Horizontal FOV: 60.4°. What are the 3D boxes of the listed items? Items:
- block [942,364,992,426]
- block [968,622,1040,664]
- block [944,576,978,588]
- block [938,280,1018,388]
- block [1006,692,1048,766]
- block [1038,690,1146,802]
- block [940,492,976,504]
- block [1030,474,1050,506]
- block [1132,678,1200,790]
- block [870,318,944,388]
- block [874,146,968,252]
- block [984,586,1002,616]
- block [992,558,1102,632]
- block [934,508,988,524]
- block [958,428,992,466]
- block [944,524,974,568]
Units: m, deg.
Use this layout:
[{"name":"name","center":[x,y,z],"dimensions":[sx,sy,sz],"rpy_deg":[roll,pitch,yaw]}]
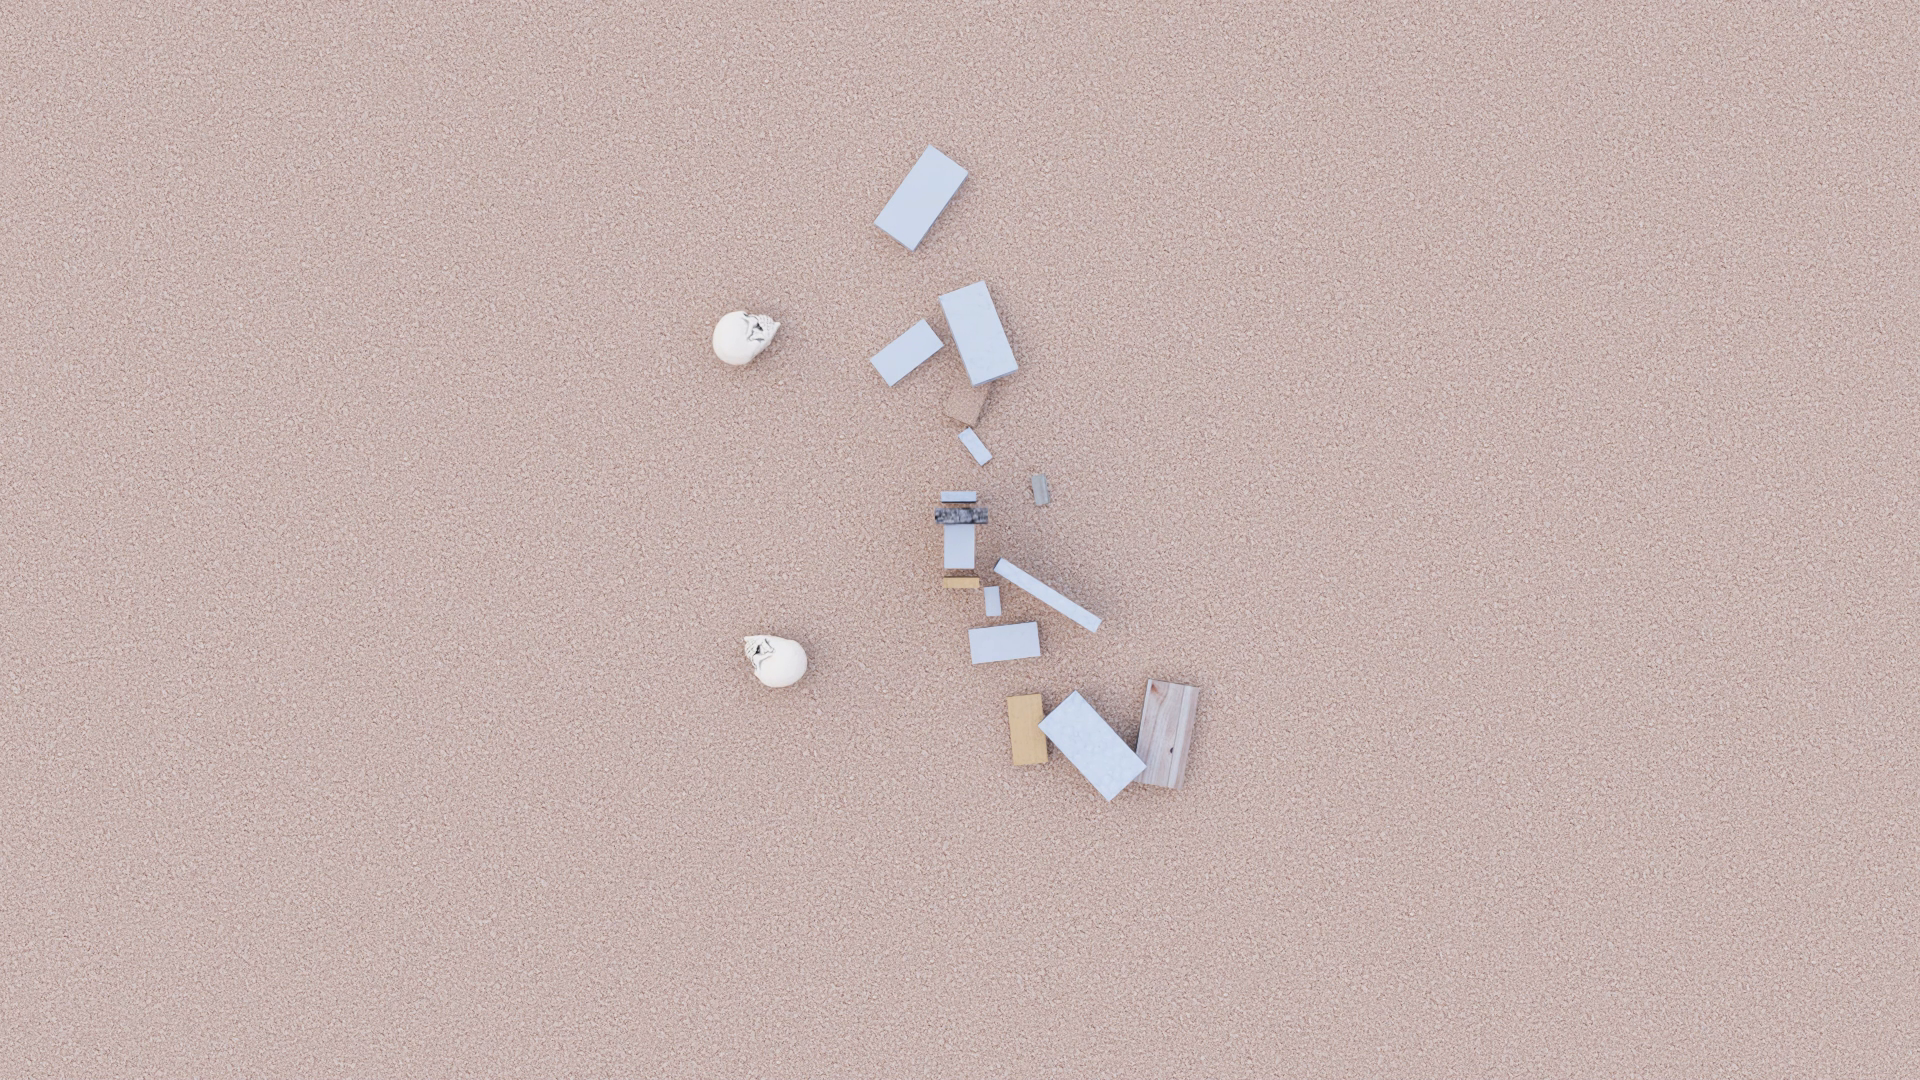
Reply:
[{"name":"block","center":[0.037,-0.502,5.484],"dimensions":[0.113,0.032,0.225],"rpy_deg":[22,90,0]},{"name":"block","center":[0.147,0.341,5.484],"dimensions":[0.228,0.032,0.114],"rpy_deg":[-7,90,0]},{"name":"block","center":[0.004,0.137,5.386],"dimensions":[0.114,0.228,0.032],"rpy_deg":[0,90,0]},{"name":"block","center":[0.060,-0.681,5.454],"dimensions":[0.159,0.045,0.318],"rpy_deg":[-20,84,-5]},{"name":"block","center":[0.223,0.629,5.484],"dimensions":[0.114,0.032,0.228],"rpy_deg":[-6,90,0]},{"name":"block","center":[0.435,0.676,5.435],"dimensions":[0.171,0.048,0.341],"rpy_deg":[-43,88,2]},{"name":"block","center":[-0.004,-0.139,5.388],"dimensions":[0.113,0.225,0.032],"rpy_deg":[0,90,0]},{"name":"block","center":[0.268,-0.168,5.493],"dimensions":[0.049,0.014,0.097],"rpy_deg":[-10,90,0]},{"name":"block","center":[0.679,0.643,5.476],"dimensions":[0.171,0.048,0.341],"rpy_deg":[10,90,0]},{"name":"block","center":[-0.177,-0.622,5.484],"dimensions":[0.225,0.032,0.113],"rpy_deg":[-38,90,0]},{"name":"block","center":[-0.128,-1.133,5.477],"dimensions":[0.159,0.045,0.318],"rpy_deg":[36,90,0]},{"name":"block","center":[0.109,0.204,5.493],"dimensions":[0.049,0.014,0.097],"rpy_deg":[-6,90,-1]},{"name":"block","center":[0.284,0.179,5.415],"dimensions":[0.383,0.171,0.048],"rpy_deg":[32,90,0]},{"name":"block","center":[0.004,-0.074,5.104],"dimensions":[0.159,0.357,0.045],"rpy_deg":[0,90,0]},{"name":"block","center":[0.051,-0.311,5.493],"dimensions":[0.049,0.014,0.127],"rpy_deg":[-38,90,0]},{"name":"block","center":[-0.002,-0.004,5.296],"dimensions":[0.095,0.027,0.191],"rpy_deg":[0,90,0]}]
